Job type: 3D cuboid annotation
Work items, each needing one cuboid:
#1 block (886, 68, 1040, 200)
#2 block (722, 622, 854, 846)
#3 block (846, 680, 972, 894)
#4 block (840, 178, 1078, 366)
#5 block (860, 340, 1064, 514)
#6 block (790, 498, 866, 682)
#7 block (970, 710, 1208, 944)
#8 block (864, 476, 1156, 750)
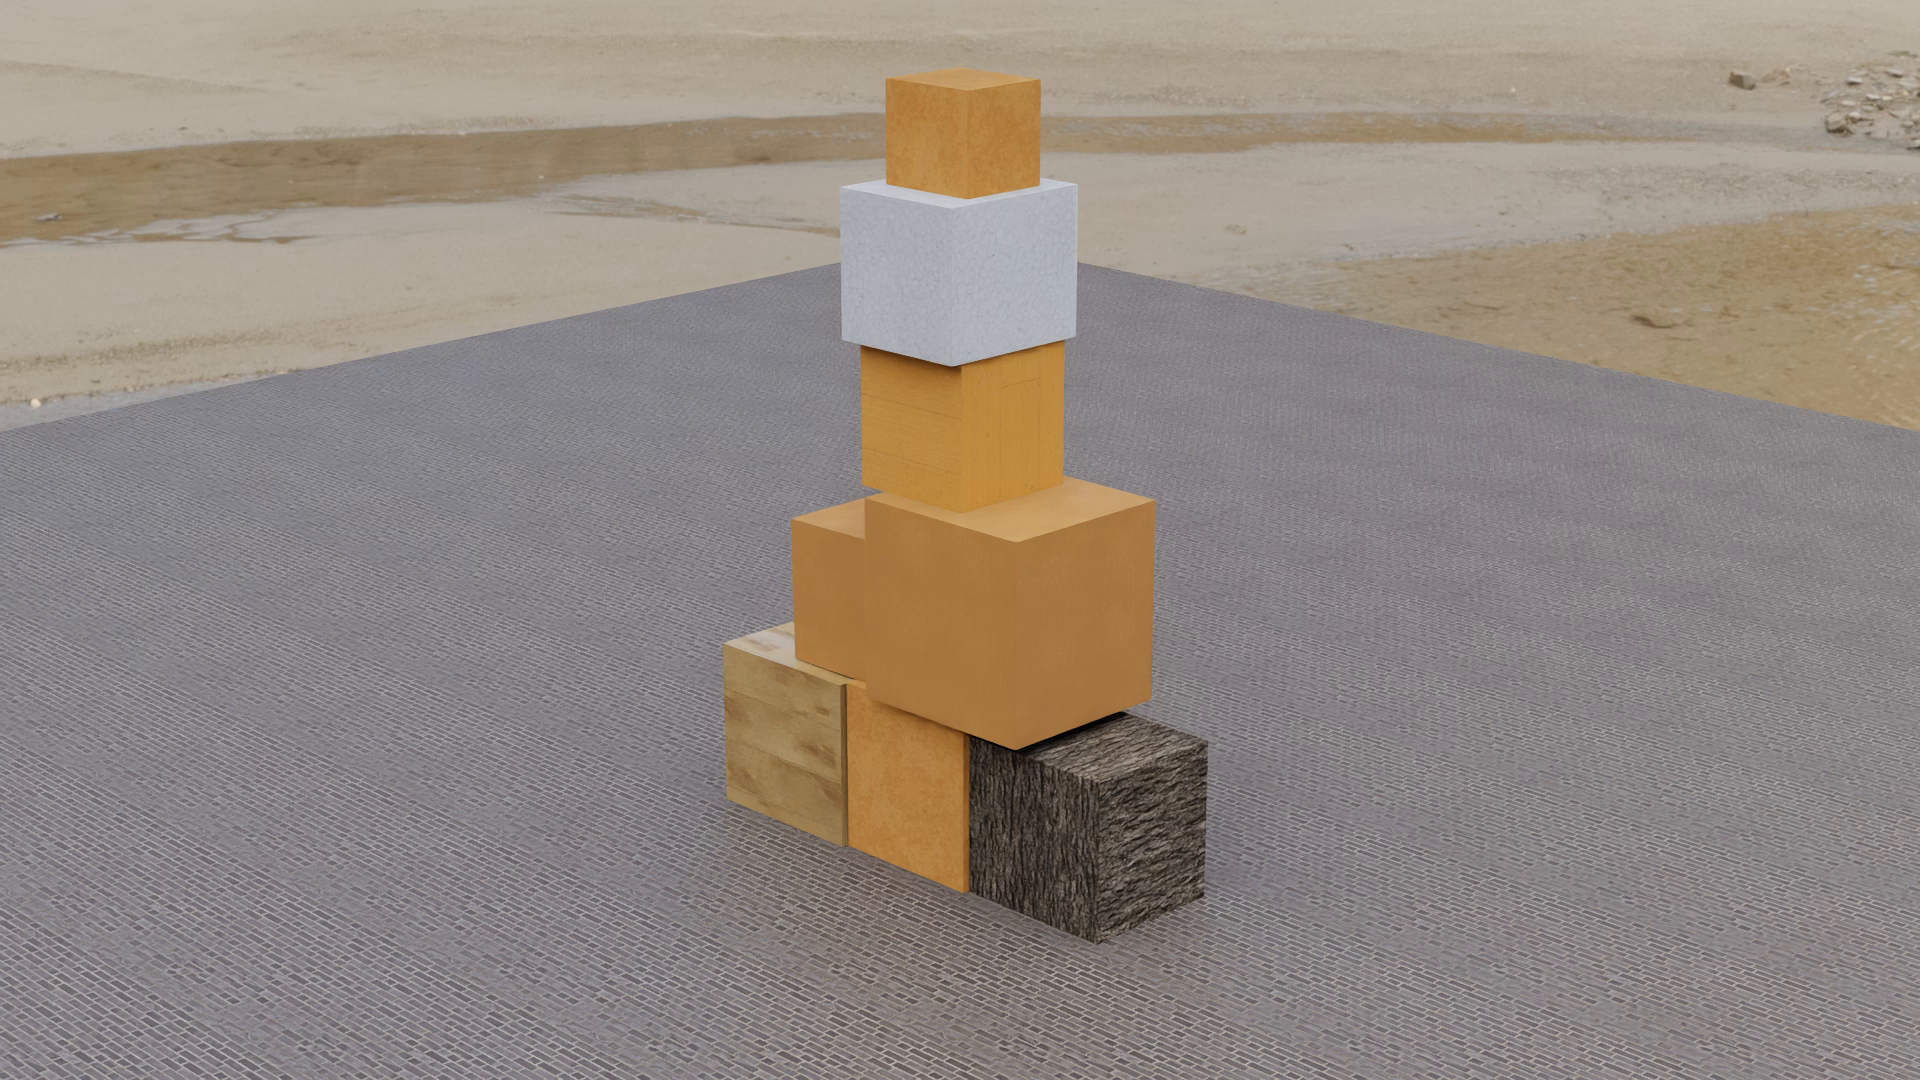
[{"bbox_3d":[0.013,-1.780,12.796,0.450,0.466,0.503,-17,24,-42],"label":"block"},{"bbox_3d":[-0.550,0.879,14.203,0.838,0.807,0.829,-17,24,-42],"label":"block"},{"bbox_3d":[0.012,1.048,13.651,0.754,0.815,0.761,-17,24,-42],"label":"block"},{"bbox_3d":[-0.004,-1.226,12.953,0.782,0.686,0.694,-17,24,-42],"label":"block"},{"bbox_3d":[0.011,-0.577,13.172,0.651,0.683,0.637,-17,24,-42],"label":"block"},{"bbox_3d":[-0.336,0.222,13.775,0.656,0.692,0.611,-17,23,-42],"label":"block"},{"bbox_3d":[0.572,1.241,13.137,0.712,0.755,0.785,-17,24,-42],"label":"block"},{"bbox_3d":[0.222,0.268,13.198,0.891,0.945,0.941,-17,24,-42],"label":"block"}]
